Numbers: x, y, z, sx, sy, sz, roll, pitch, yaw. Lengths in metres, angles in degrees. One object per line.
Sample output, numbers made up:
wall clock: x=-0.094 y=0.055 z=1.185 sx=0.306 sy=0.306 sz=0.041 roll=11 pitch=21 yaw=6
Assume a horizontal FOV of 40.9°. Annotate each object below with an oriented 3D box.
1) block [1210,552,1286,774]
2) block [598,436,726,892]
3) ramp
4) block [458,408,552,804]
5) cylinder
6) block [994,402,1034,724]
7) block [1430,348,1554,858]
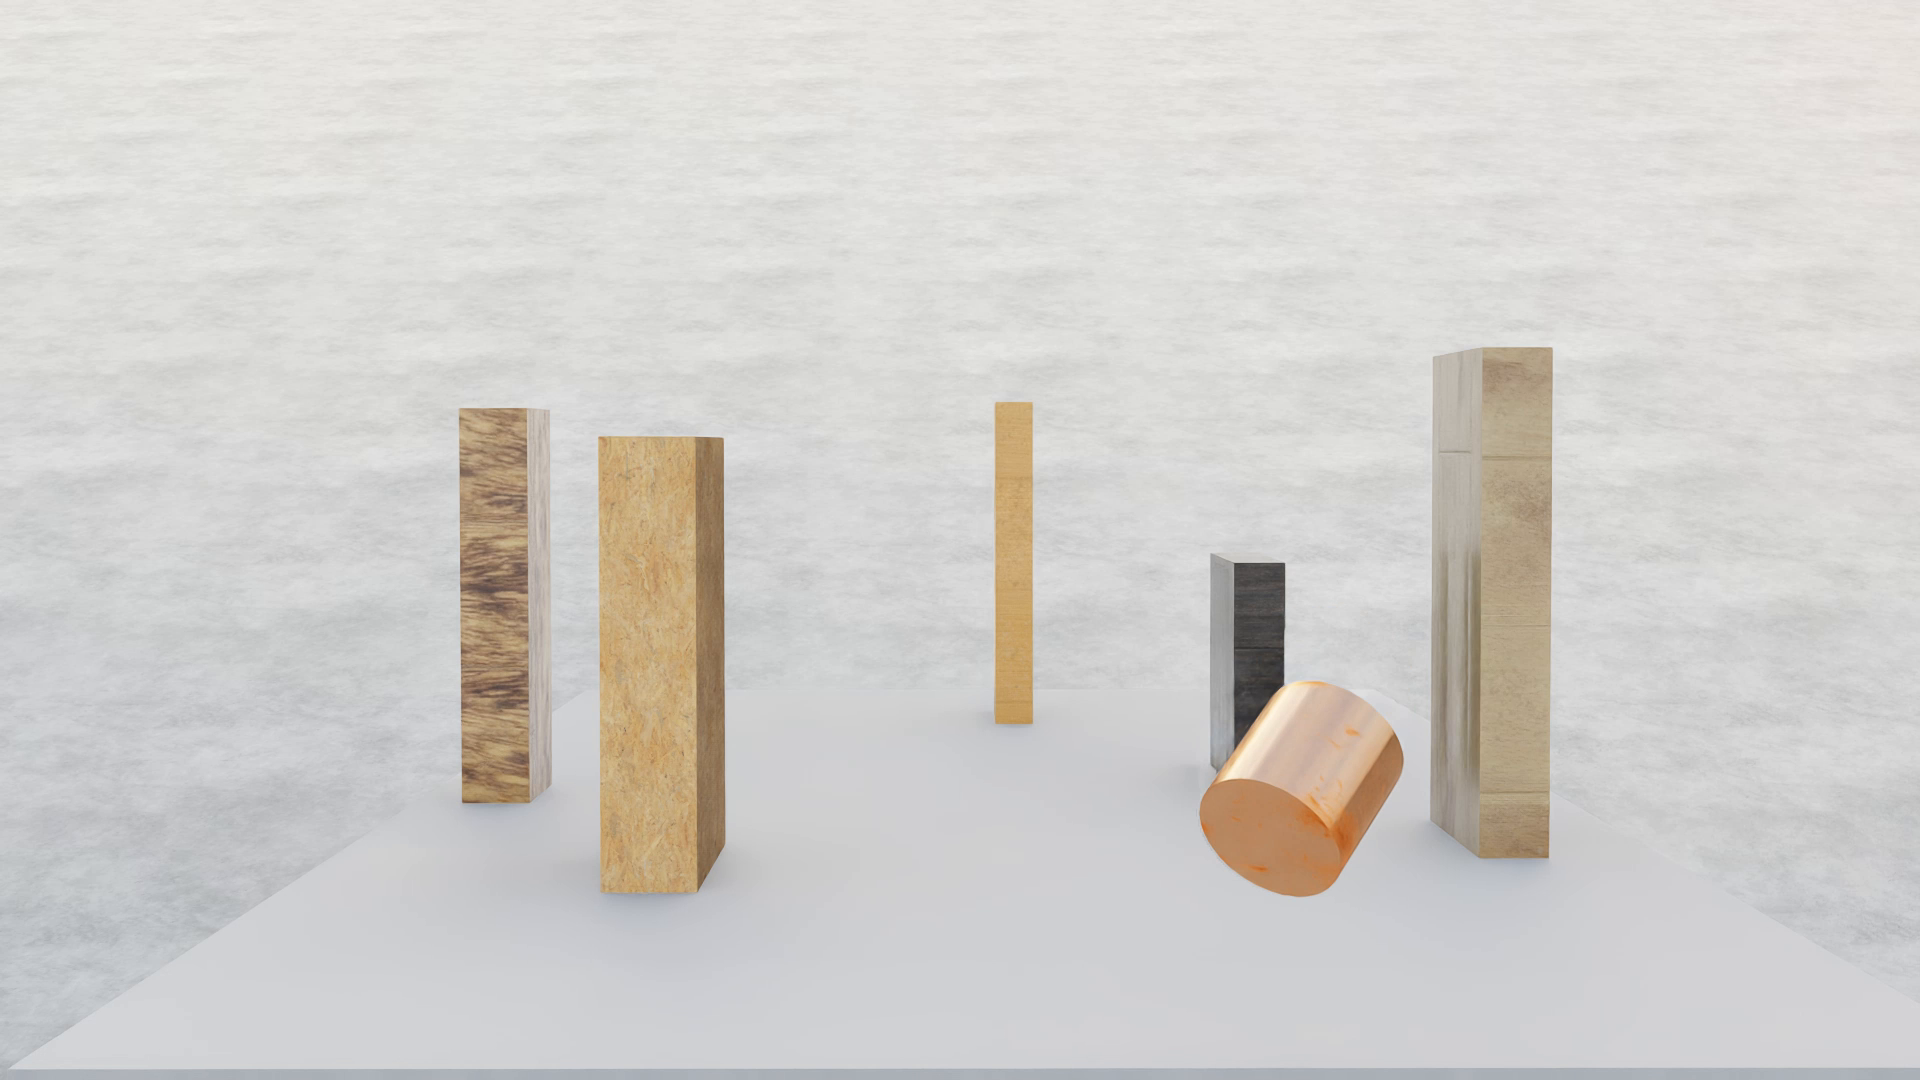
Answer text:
block: x=0.532 y=0.237 z=4.790 sx=0.091 sy=0.410 sz=0.427 roll=0 pitch=2 yaw=0
block: x=-0.430 y=0.165 z=3.761 sx=0.133 sy=0.629 sz=0.436 roll=0 pitch=2 yaw=0
ramp: x=0.055 y=0.501 z=4.547 sx=2.000 sy=0.100 sz=4.000 roll=0 pitch=2 yaw=0
block: x=-0.803 y=0.109 z=4.565 sx=0.117 sy=0.682 sz=0.247 roll=0 pitch=2 yaw=0
cylinder: x=0.369 y=0.268 z=2.781 sx=0.165 sy=0.165 sz=0.165 roll=14 pitch=44 yaw=29
block: x=0.120 y=0.047 z=5.856 sx=0.083 sy=0.715 sz=0.280 roll=0 pitch=2 yaw=0
block: x=0.827 y=0.088 z=4.033 sx=0.105 sy=0.762 sz=0.399 roll=0 pitch=2 yaw=0
